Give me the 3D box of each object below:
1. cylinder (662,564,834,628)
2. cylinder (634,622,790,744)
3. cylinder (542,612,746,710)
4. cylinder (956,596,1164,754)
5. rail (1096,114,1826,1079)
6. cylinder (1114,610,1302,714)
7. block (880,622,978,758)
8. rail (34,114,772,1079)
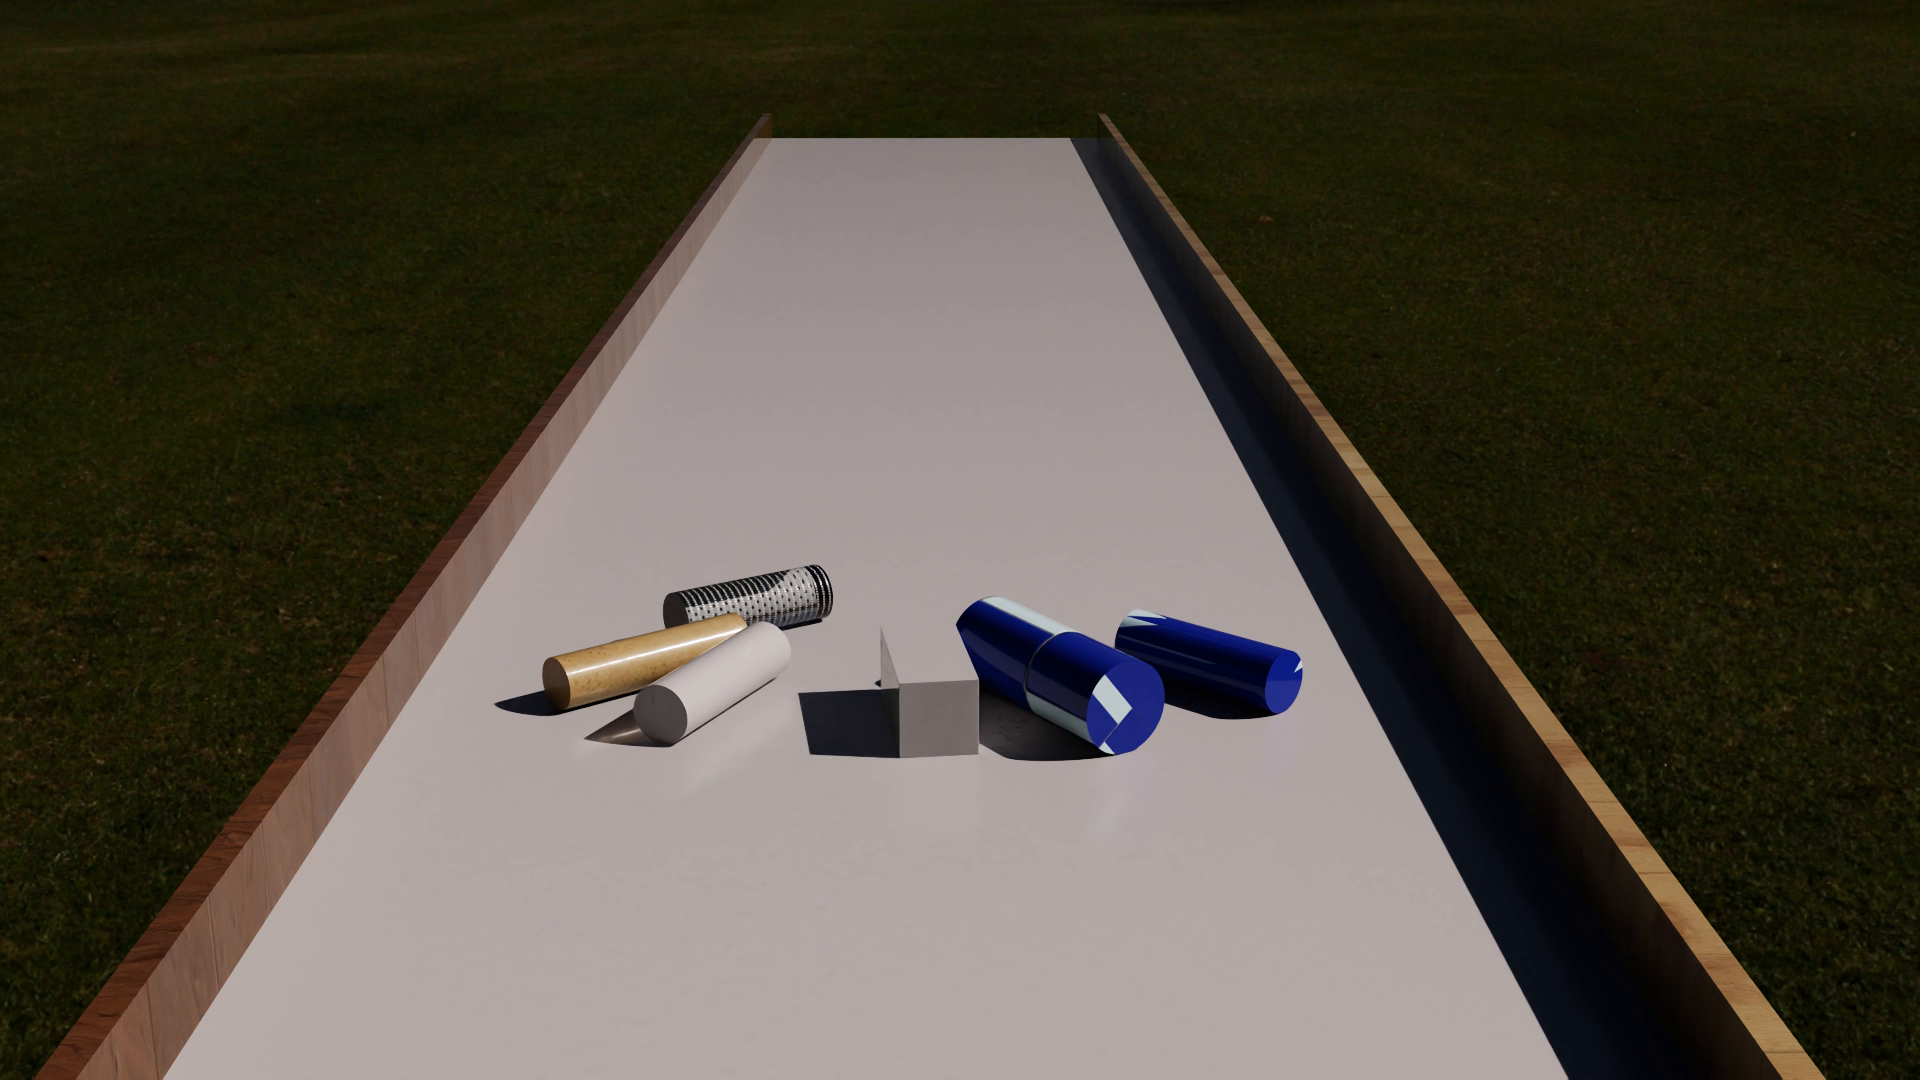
[{"bbox_3d":[-0.438,0.136,4.561,0.339,0.116,0.116,-11,20,-33],"label":"cylinder"},{"bbox_3d":[-0.461,0.265,4.138,0.114,0.114,0.389,7,18,23],"label":"cylinder"},{"bbox_3d":[-0.603,0.233,4.263,0.411,0.104,0.104,-14,21,-38],"label":"cylinder"},{"bbox_3d":[0.175,0.246,4.094,0.175,0.175,0.441,-11,20,-32],"label":"cylinder"},{"bbox_3d":[0.932,-0.844,7.801,0.050,0.150,12.000,0,17,-1],"label":"rail"},{"bbox_3d":[0.476,0.231,4.237,0.360,0.122,0.122,15,22,41],"label":"cylinder"},{"bbox_3d":[-0.059,0.273,4.057,0.143,0.143,0.318,-2,17,-8],"label":"block"},{"bbox_3d":[-1.118,-0.838,7.780,0.050,0.150,12.000,0,17,-1],"label":"rail"}]
